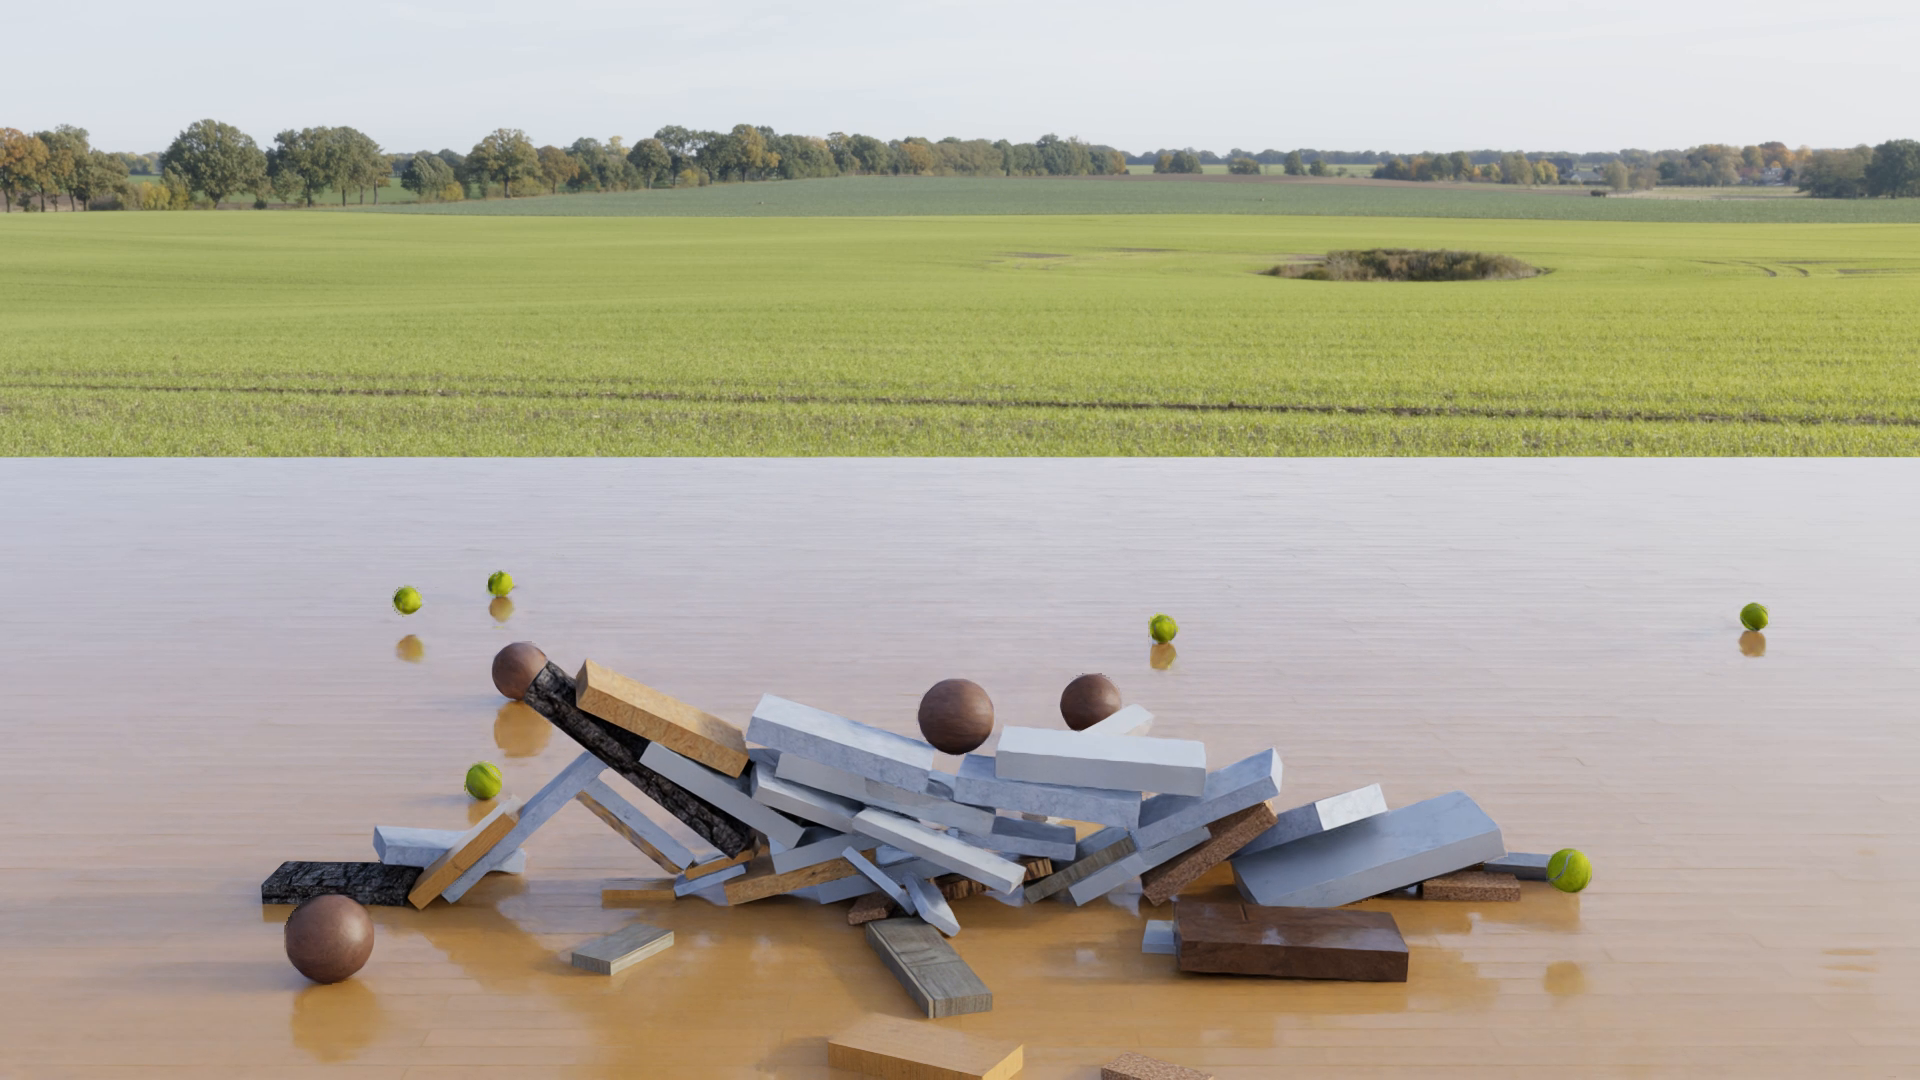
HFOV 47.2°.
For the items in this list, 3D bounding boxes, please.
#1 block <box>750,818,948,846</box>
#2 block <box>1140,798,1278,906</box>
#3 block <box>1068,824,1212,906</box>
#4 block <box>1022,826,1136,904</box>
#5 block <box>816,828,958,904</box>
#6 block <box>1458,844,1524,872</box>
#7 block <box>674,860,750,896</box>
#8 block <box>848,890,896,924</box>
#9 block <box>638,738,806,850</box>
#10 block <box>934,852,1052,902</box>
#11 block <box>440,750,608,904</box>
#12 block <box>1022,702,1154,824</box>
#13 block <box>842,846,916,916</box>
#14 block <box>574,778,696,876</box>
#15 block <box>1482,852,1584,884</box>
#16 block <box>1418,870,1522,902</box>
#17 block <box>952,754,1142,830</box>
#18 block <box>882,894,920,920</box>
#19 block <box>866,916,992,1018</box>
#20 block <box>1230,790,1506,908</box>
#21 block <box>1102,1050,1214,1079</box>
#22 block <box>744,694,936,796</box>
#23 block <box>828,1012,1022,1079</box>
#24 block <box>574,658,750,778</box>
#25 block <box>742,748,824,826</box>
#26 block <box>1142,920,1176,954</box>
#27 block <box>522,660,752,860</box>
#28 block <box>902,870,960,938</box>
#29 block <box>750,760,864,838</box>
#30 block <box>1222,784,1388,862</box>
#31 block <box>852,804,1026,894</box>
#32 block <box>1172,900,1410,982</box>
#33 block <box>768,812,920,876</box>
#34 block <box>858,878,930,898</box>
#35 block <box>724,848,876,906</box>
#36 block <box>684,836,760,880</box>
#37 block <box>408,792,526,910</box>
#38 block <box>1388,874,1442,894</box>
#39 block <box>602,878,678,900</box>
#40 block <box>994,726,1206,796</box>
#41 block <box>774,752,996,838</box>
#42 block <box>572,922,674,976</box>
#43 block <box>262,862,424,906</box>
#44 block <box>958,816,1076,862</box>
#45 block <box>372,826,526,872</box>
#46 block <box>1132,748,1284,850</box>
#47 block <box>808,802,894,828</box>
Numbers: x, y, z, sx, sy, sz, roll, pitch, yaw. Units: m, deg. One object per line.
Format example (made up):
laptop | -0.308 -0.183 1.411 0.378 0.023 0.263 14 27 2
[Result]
block | -0.209 0.509 3.976 0.375 0.047 0.167 2 11 9
block | 0.409 0.501 3.641 0.247 0.035 0.124 -37 10 9
block | 0.292 0.517 3.658 0.247 0.035 0.124 -28 10 2
block | 0.195 0.533 3.657 0.194 0.028 0.097 -28 10 3
block | -0.113 0.541 3.663 0.247 0.035 0.124 -14 10 2
block | 0.880 0.550 3.812 0.186 0.026 0.093 2 11 13
block | -0.413 0.556 3.660 0.122 0.017 0.061 -20 10 4
block | -0.138 0.591 3.564 0.061 0.017 0.121 -12 6 11
block | -0.388 0.401 3.632 0.289 0.041 0.144 31 7 -8
block | 0.055 0.551 3.662 0.194 0.028 0.097 -15 11 2
block | -0.717 0.463 3.653 0.354 0.030 0.108 -41 10 5
block | 0.242 0.422 4.108 0.047 0.167 0.333 33 24 21
block | -0.129 0.547 3.532 0.134 0.019 0.067 33 -15 38
block | -0.546 0.479 3.679 0.215 0.030 0.108 40 -22 -6
block | 0.964 0.551 3.703 0.159 0.023 0.080 2 -25 12
block | 0.850 0.577 3.676 0.159 0.023 0.080 1 11 5
block | 0.148 0.413 3.626 0.302 0.043 0.151 8 10 6
block | -0.076 0.602 3.557 0.061 0.017 0.122 3 11 18
block | -0.051 0.641 3.320 0.096 0.027 0.336 -3 11 -18
block | 0.661 0.517 3.585 0.408 0.048 0.169 -16 17 -4
block | 0.263 0.717 2.932 0.134 0.019 0.067 8 13 36
block | -0.194 0.335 3.623 0.302 0.043 0.151 17 10 0
block | -0.047 0.699 2.988 0.237 0.034 0.118 6 12 27
block | -0.490 0.292 3.610 0.289 0.041 0.144 26 8 -16
block | -0.285 0.411 3.662 0.193 0.027 0.096 37 19 36
block | 0.317 0.623 3.452 0.053 0.015 0.105 2 11 9
block | -0.529 0.362 3.638 0.433 0.041 0.144 39 6 -8
block | -0.047 0.580 3.514 0.067 0.019 0.134 35 6 -24
block | -0.247 0.421 3.584 0.193 0.027 0.096 22 16 -15
block | 0.538 0.487 3.703 0.167 0.047 0.333 -9 -12 -41
block | -0.034 0.493 3.518 0.276 0.022 0.076 21 15 14
block | 0.502 0.614 3.368 0.338 0.048 0.169 3 11 1
block | -0.193 0.489 3.657 0.247 0.035 0.124 -15 10 -5
block | -0.110 0.568 3.663 0.122 0.017 0.061 -14 10 3
block | -0.265 0.543 3.663 0.248 0.035 0.124 -14 10 1
block | -0.395 0.530 3.664 0.121 0.017 0.061 -19 10 8
block | -0.813 0.513 3.630 0.215 0.030 0.108 -41 10 4
block | 0.776 0.548 3.696 0.159 0.023 0.080 -19 10 -10
block | -0.532 0.581 3.668 0.122 0.017 0.061 0 11 0
block | 0.234 0.364 3.639 0.338 0.048 0.169 4 9 5
block | -0.121 0.400 3.639 0.362 0.043 0.151 17 10 -3
block | -0.519 0.630 3.394 0.076 0.022 0.152 6 12 30
block | -1.028 0.573 3.670 0.237 0.034 0.118 0 11 2
block | 0.094 0.492 3.656 0.194 0.028 0.097 8 11 0
block | -0.876 0.530 3.771 0.237 0.034 0.118 8 6 -25
block | 0.408 0.424 3.613 0.247 0.035 0.124 -25 11 16
block | -0.179 0.448 3.698 0.152 0.022 0.076 -12 10 14
